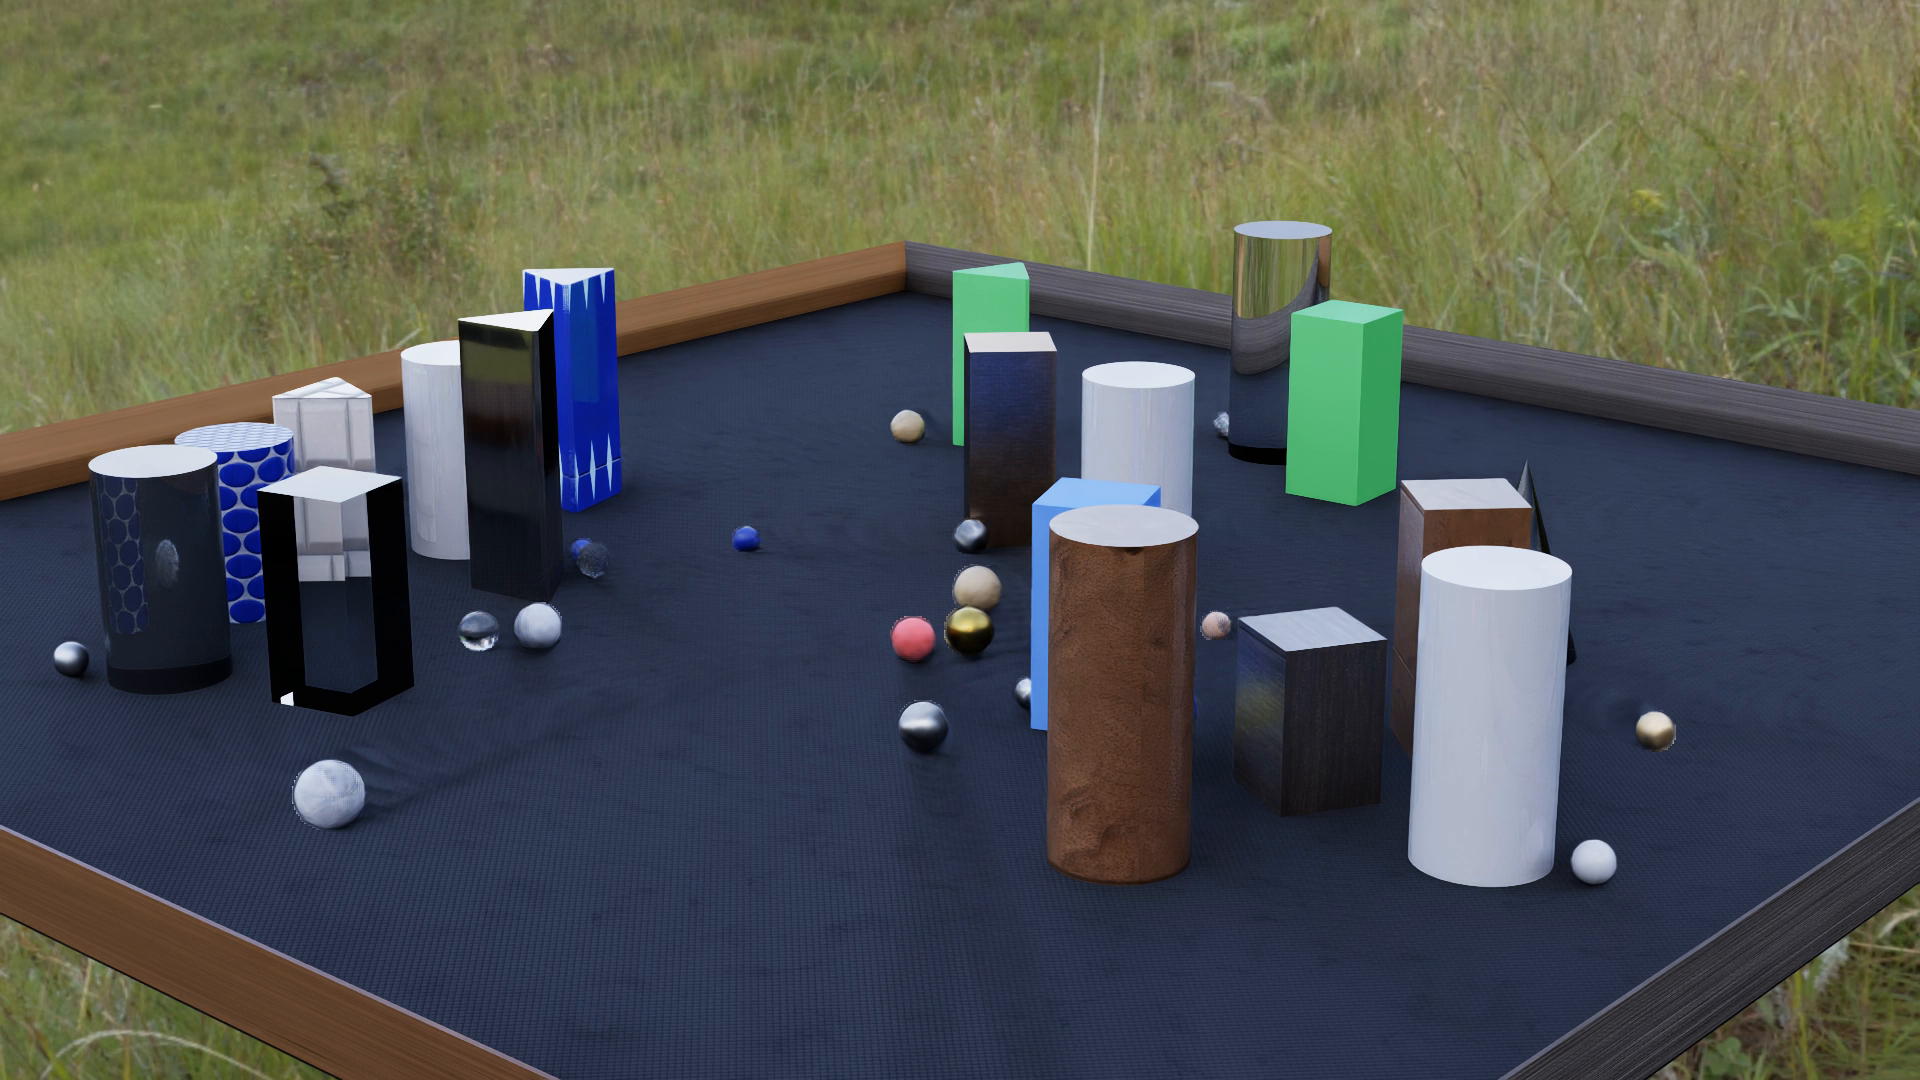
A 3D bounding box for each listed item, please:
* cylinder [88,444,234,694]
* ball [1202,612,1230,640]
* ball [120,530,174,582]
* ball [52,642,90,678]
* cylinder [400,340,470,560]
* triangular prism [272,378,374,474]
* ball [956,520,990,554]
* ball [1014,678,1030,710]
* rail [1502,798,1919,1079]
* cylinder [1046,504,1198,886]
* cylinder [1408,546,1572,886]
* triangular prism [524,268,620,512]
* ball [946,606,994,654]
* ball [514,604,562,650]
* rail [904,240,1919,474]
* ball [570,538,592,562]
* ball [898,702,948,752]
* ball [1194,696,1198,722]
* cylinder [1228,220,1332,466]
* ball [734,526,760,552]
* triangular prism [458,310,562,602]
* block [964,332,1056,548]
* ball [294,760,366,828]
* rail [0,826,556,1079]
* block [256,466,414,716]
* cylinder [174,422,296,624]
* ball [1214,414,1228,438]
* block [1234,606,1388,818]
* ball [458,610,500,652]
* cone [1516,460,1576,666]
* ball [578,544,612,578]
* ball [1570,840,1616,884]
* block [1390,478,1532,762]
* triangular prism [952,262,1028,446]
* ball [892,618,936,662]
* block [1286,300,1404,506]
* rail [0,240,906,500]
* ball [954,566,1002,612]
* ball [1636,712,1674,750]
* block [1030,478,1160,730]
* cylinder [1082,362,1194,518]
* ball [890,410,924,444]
[{"bbox_3d":[-1.274,0.046,4.683,0.197,0.357,0.197,0,17,0],"label":"cylinder"},{"bbox_3d":[0.429,0.143,4.896,0.047,0.047,0.047,0,17,0],"label":"ball"},{"bbox_3d":[-1.440,0.029,5.194,0.093,0.093,0.093,0,17,0],"label":"ball"},{"bbox_3d":[-1.430,0.192,4.716,0.057,0.057,0.057,0,17,0],"label":"ball"},{"bbox_3d":[-0.915,-0.167,5.376,0.197,0.363,0.197,0,17,0],"label":"cylinder"},{"bbox_3d":[-1.132,-0.121,5.301,0.171,0.319,0.148,0,17,-2],"label":"triangular prism"},{"bbox_3d":[0.022,-0.007,5.366,0.062,0.062,0.062,0,17,0],"label":"ball"},{"bbox_3d":[0.110,0.239,4.571,0.050,0.050,0.050,0,17,0],"label":"ball"},{"bbox_3d":[1.341,0.368,4.005,0.045,0.128,3.709,14,22,39],"label":"rail"},{"bbox_3d":[0.216,0.207,3.944,0.197,0.474,0.197,0,17,0],"label":"cylinder"},{"bbox_3d":[0.712,0.236,3.949,0.197,0.416,0.197,0,17,0],"label":"cylinder"},{"bbox_3d":[-0.728,-0.298,5.668,0.148,0.445,0.171,-11,20,-33],"label":"triangular prism"},{"bbox_3d":[0.017,0.149,4.822,0.079,0.079,0.079,0,17,0],"label":"ball"},{"bbox_3d":[-0.697,0.144,4.841,0.077,0.077,0.077,0,17,0],"label":"ball"},{"bbox_3d":[1.200,-0.367,6.443,3.599,0.128,0.045,14,22,39],"label":"rail"},{"bbox_3d":[-0.685,0.019,5.313,0.043,0.043,0.043,0,17,0],"label":"ball"},{"bbox_3d":[-0.055,0.280,4.395,0.075,0.075,0.075,0,17,0],"label":"ball"},{"bbox_3d":[0.310,0.255,4.436,0.097,0.097,0.097,0,17,0],"label":"ball"},{"bbox_3d":[0.652,-0.403,5.984,0.197,0.465,0.197,0,17,0],"label":"cylinder"},{"bbox_3d":[-0.391,-0.002,5.378,0.046,0.046,0.046,0,17,0],"label":"ball"},{"bbox_3d":[-0.751,-0.153,5.121,0.171,0.483,0.148,10,20,30],"label":"triangular prism"},{"bbox_3d":[0.091,-0.187,5.432,0.158,0.369,0.158,-1,17,-4],"label":"block"},{"bbox_3d":[-0.882,0.356,4.104,0.097,0.097,0.097,0,17,0],"label":"ball"},{"bbox_3d":[-1.200,0.431,3.796,3.599,0.128,0.045,14,22,39],"label":"rail"},{"bbox_3d":[-0.976,0.078,4.593,0.158,0.346,0.158,8,18,25],"label":"block"},{"bbox_3d":[-1.235,-0.031,5.033,0.197,0.301,0.197,0,17,0],"label":"cylinder"},{"bbox_3d":[0.559,-0.240,6.160,0.051,0.051,0.051,0,17,0],"label":"ball"},{"bbox_3d":[0.501,0.245,4.210,0.158,0.248,0.158,-6,18,-19],"label":"block"},{"bbox_3d":[-0.794,0.150,4.838,0.067,0.067,0.067,0,17,0],"label":"ball"},{"bbox_3d":[0.917,0.028,4.788,0.197,0.331,0.197,0,17,0],"label":"cone"},{"bbox_3d":[-0.652,0.036,5.228,0.060,0.060,0.060,0,17,0],"label":"ball"},{"bbox_3d":[0.847,0.430,3.920,0.060,0.060,0.060,0,17,0],"label":"ball"},{"bbox_3d":[0.744,0.120,4.373,0.158,0.393,0.158,-1,17,-4],"label":"block"},{"bbox_3d":[0.094,-0.383,6.090,0.171,0.366,0.148,8,19,26],"label":"triangular prism"},{"bbox_3d":[-0.076,0.163,4.788,0.072,0.072,0.072,0,17,0],"label":"ball"},{"bbox_3d":[0.750,-0.269,5.722,0.158,0.360,0.158,12,21,35],"label":"block"},{"bbox_3d":[-1.341,-0.304,6.235,0.045,0.128,3.709,14,22,39],"label":"rail"},{"bbox_3d":[0.031,0.086,5.025,0.082,0.082,0.082,0,17,0],"label":"ball"},{"bbox_3d":[1.044,0.286,4.402,0.058,0.058,0.058,0,17,0],"label":"ball"},{"bbox_3d":[0.208,0.103,4.490,0.158,0.358,0.158,5,18,17],"label":"block"},{"bbox_3d":[0.313,-0.113,5.188,0.197,0.369,0.197,0,17,0],"label":"cylinder"},{"bbox_3d":[-0.109,-0.234,6.105,0.072,0.072,0.072,0,17,0],"label":"ball"}]
